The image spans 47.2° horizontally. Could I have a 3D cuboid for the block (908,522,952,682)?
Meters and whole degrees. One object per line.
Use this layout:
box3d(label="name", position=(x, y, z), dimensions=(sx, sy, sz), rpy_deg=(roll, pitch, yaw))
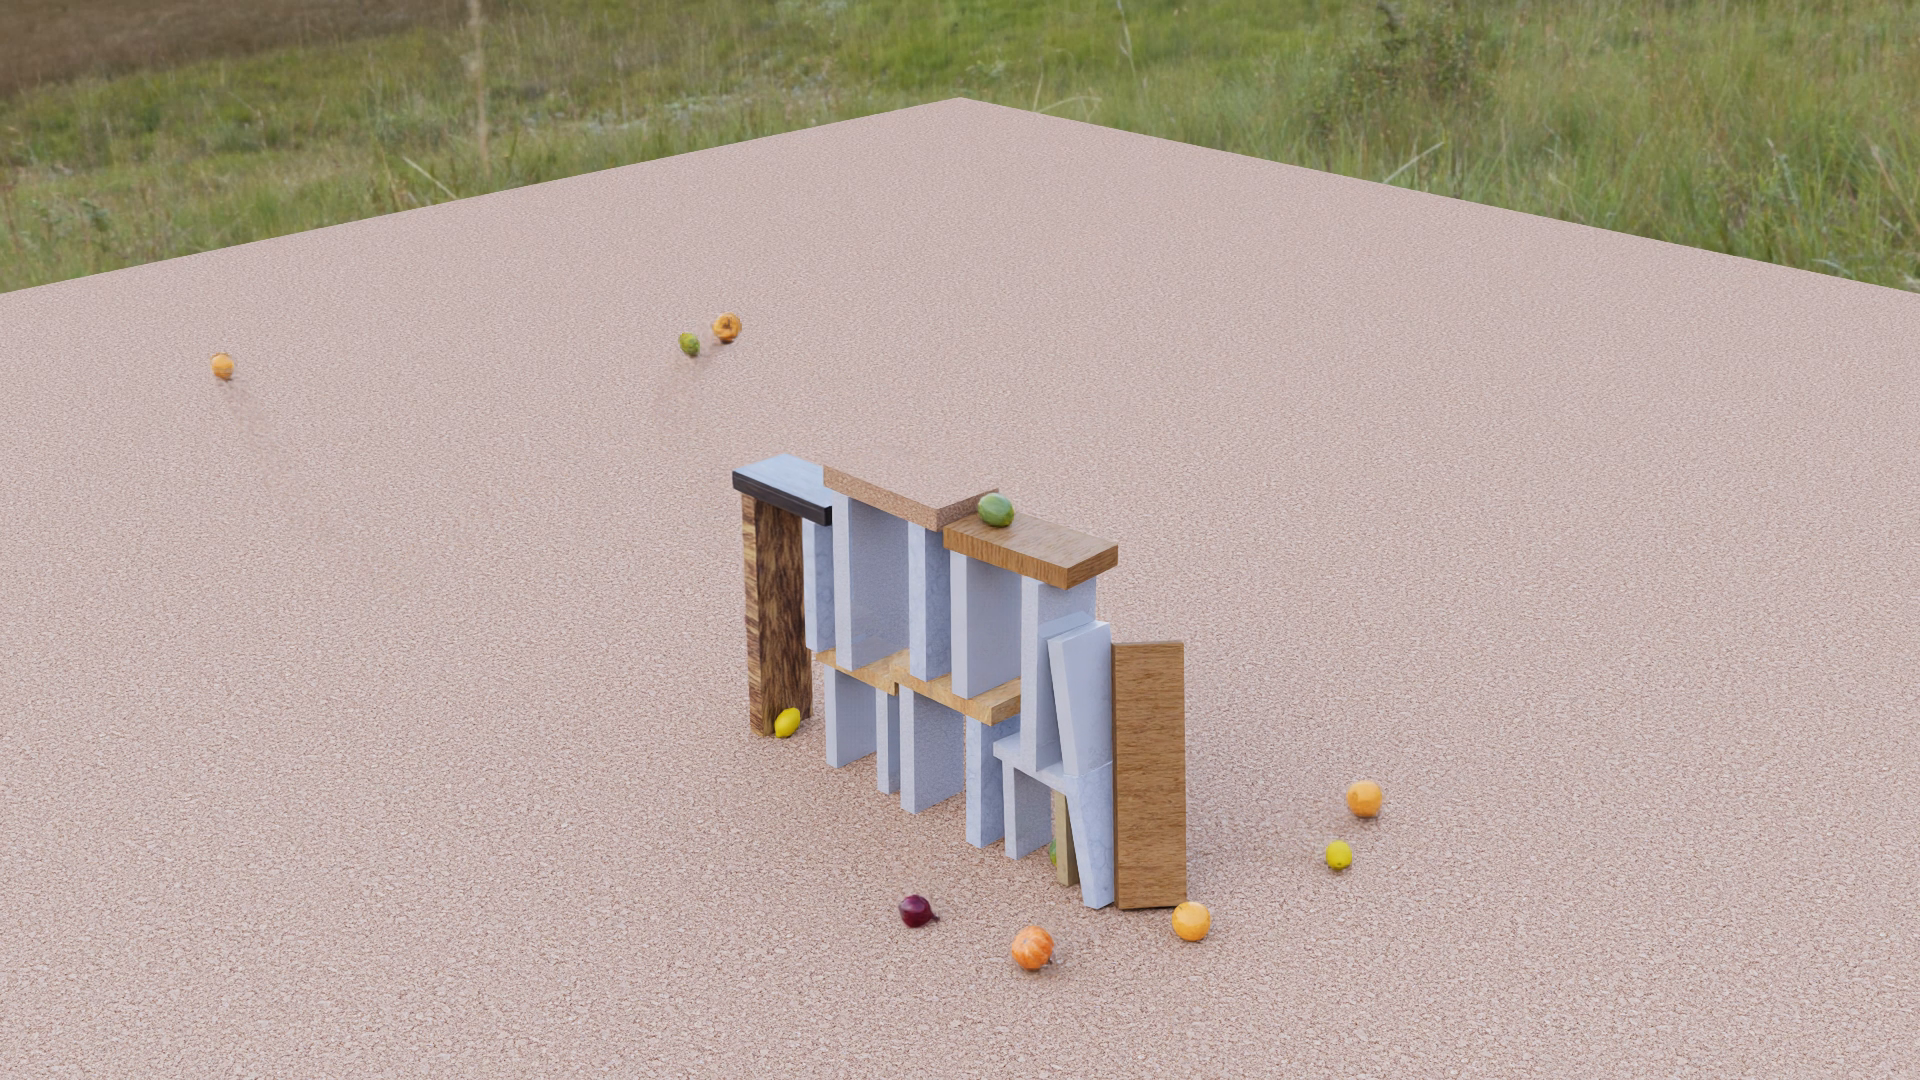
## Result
box3d(label="block", position=(-0.023, 0.098, 4.288), dimensions=(0.164, 0.328, 0.046), rpy_deg=(-20, 30, -39))

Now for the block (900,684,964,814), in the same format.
box3d(label="block", position=(-0.057, 0.401, 4.454), dimensions=(0.040, 0.282, 0.141), rpy_deg=(21, 31, 41))

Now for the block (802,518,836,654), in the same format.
box3d(label="block", position=(-0.250, 0.075, 4.520), dimensions=(0.145, 0.290, 0.041), rpy_deg=(-18, 29, -35))

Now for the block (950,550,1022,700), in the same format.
box3d(label="block", position=(0.051, 0.142, 4.219), dimensions=(0.149, 0.299, 0.042), rpy_deg=(-21, 30, -40))

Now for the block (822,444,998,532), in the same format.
box3d(label="block", position=(-0.098, -0.104, 4.284), dimensions=(0.164, 0.046, 0.328), rpy_deg=(-21, 30, -40))

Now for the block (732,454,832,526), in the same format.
box3d(label="block", position=(-0.319, -0.105, 4.522), dimensions=(0.145, 0.041, 0.290), rpy_deg=(-21, 31, -40))

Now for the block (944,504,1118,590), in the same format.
box3d(label="block", position=(0.130, 0.011, 4.090), dimensions=(0.299, 0.042, 0.149), rpy_deg=(19, 29, 38))

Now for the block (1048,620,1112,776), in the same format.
box3d(label="block", position=(0.236, 0.294, 4.088), dimensions=(0.130, 0.260, 0.037), rpy_deg=(-20, 18, -40))

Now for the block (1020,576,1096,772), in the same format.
box3d(label="block", position=(0.183, 0.233, 4.112), dimensions=(0.149, 0.385, 0.042), rpy_deg=(-19, 29, -38))

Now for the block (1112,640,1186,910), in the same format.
box3d(label="block", position=(0.353, 0.438, 4.107), dimensions=(0.130, 0.495, 0.037), rpy_deg=(-2, 5, -8))

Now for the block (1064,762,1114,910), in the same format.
box3d(label="block", position=(0.274, 0.547, 4.137), dimensions=(0.130, 0.260, 0.037), rpy_deg=(-18, 14, -37))

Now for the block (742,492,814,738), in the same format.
box3d(label="block", position=(-0.389, 0.144, 4.703), dimensions=(0.145, 0.560, 0.041), rpy_deg=(-21, 31, -41))

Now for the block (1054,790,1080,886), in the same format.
box3d(label="block", position=(0.230, 0.549, 4.201), dimensions=(0.103, 0.206, 0.029), rpy_deg=(-19, 25, -37))

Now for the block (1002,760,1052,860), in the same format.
box3d(label="block", position=(0.132, 0.510, 4.292), dimensions=(0.029, 0.206, 0.103), rpy_deg=(18, 29, 42))

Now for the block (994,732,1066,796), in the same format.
box3d(label="block", position=(0.170, 0.420, 4.202), dimensions=(0.103, 0.029, 0.206), rpy_deg=(-18, 29, -37))

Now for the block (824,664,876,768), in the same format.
box3d(label="block", position=(-0.228, 0.352, 4.629), dimensions=(0.118, 0.237, 0.034), rpy_deg=(-21, 31, -41))

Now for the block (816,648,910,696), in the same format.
box3d(label="block", position=(-0.174, 0.249, 4.524), dimensions=(0.237, 0.034, 0.118), rpy_deg=(21, 31, 40))

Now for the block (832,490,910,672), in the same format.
box3d(label="block", position=(-0.178, 0.062, 4.437), dimensions=(0.046, 0.379, 0.164), rpy_deg=(21, 31, 41))

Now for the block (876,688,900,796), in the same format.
box3d(label="block", position=(-0.117, 0.395, 4.527), dimensions=(0.118, 0.237, 0.034), rpy_deg=(-21, 31, -41))

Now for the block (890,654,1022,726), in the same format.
box3d(label="block", position=(0.010, 0.279, 4.330), dimensions=(0.282, 0.040, 0.141), rpy_deg=(21, 31, 41))

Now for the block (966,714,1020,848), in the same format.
box3d(label="block", position=(0.076, 0.453, 4.332), dimensions=(0.141, 0.282, 0.040), rpy_deg=(-21, 31, -41))
